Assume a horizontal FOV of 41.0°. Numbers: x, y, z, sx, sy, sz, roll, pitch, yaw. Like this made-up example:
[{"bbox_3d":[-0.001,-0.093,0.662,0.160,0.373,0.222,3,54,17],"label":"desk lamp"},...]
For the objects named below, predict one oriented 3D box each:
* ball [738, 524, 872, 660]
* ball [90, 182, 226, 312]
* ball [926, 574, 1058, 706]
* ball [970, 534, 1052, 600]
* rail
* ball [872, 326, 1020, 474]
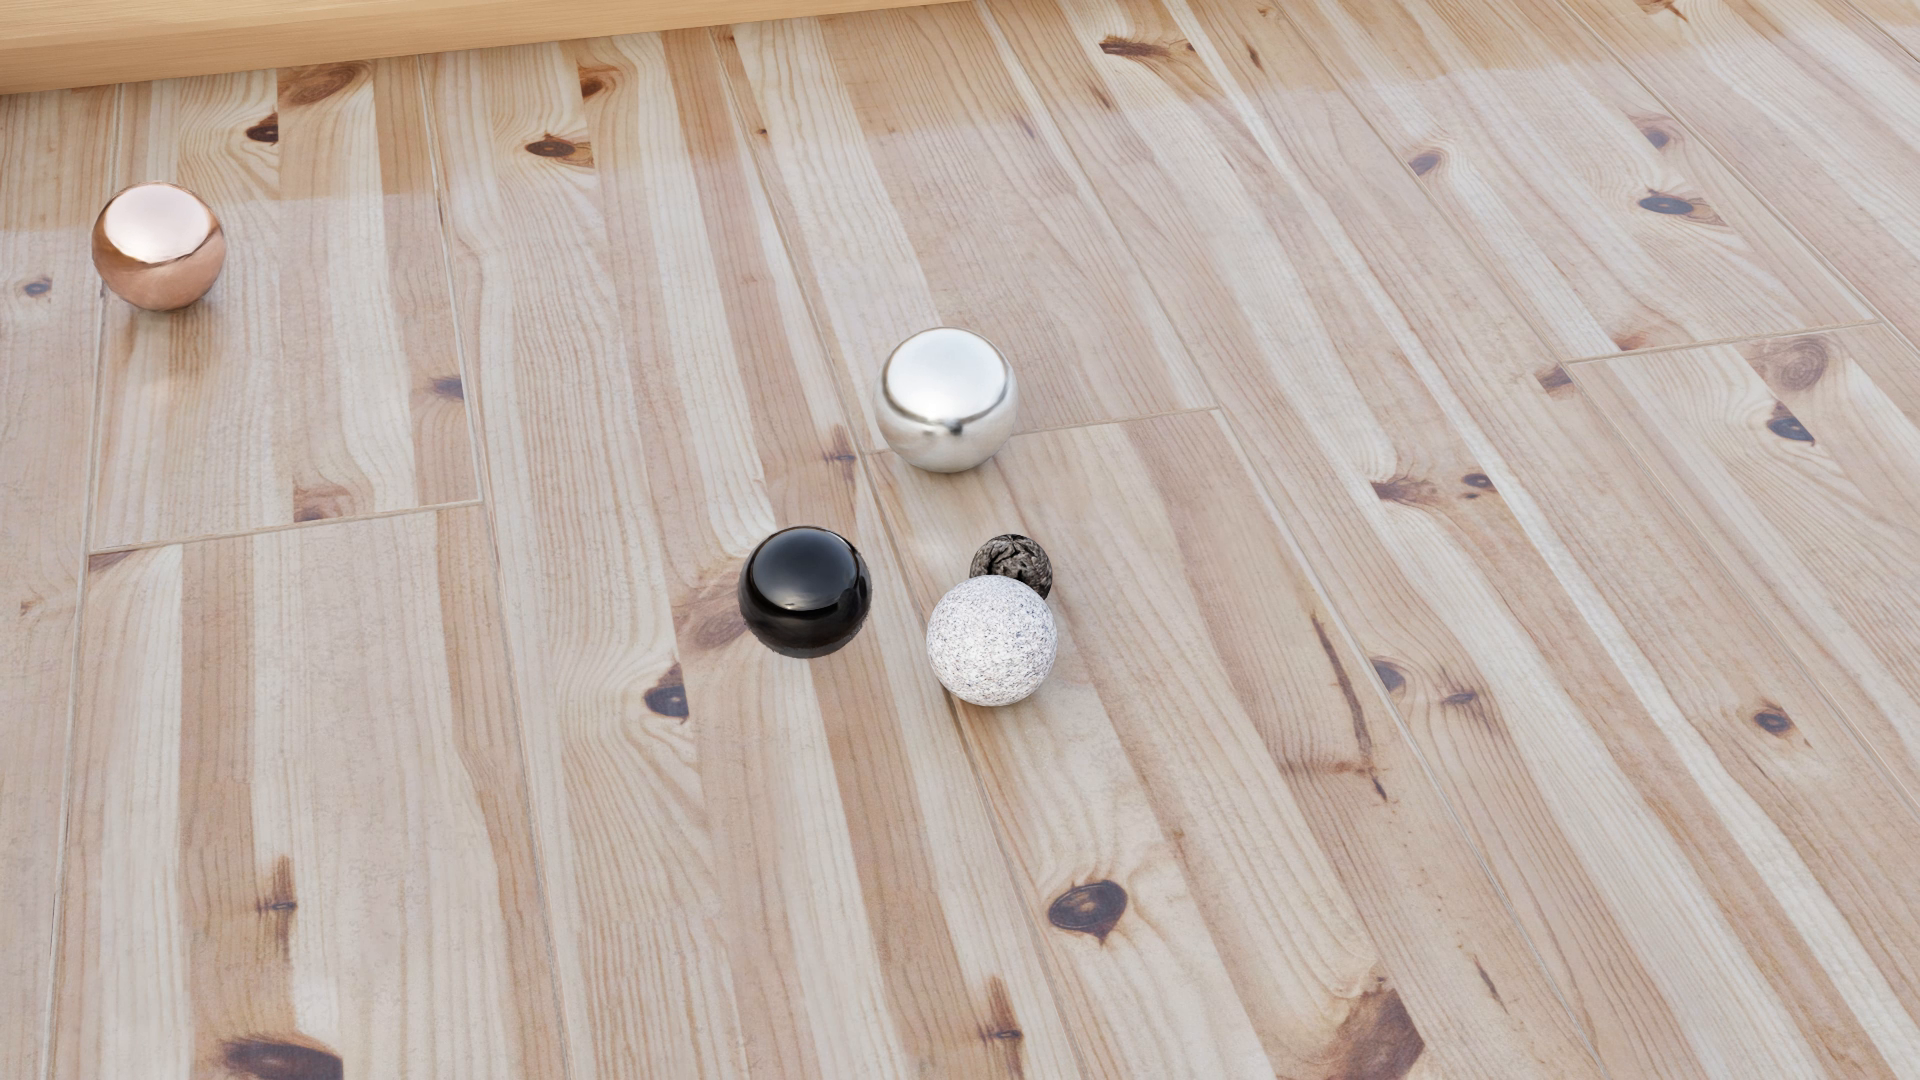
[{"bbox_3d":[-0.092,0.031,1.522,0.080,0.080,0.080,0,36,0],"label":"ball"},{"bbox_3d":[-0.576,-0.210,1.843,0.092,0.092,0.092,0,36,0],"label":"ball"},{"bbox_3d":[0.018,0.058,1.487,0.077,0.077,0.077,0,36,0],"label":"ball"},{"bbox_3d":[0.031,0.022,1.560,0.051,0.051,0.051,0,36,0],"label":"ball"},{"bbox_3d":[0.534,-0.594,2.341,2.960,0.125,0.045,-8,37,-11],"label":"rail"},{"bbox_3d":[-0.009,-0.092,1.677,0.096,0.096,0.096,0,36,0],"label":"ball"}]
